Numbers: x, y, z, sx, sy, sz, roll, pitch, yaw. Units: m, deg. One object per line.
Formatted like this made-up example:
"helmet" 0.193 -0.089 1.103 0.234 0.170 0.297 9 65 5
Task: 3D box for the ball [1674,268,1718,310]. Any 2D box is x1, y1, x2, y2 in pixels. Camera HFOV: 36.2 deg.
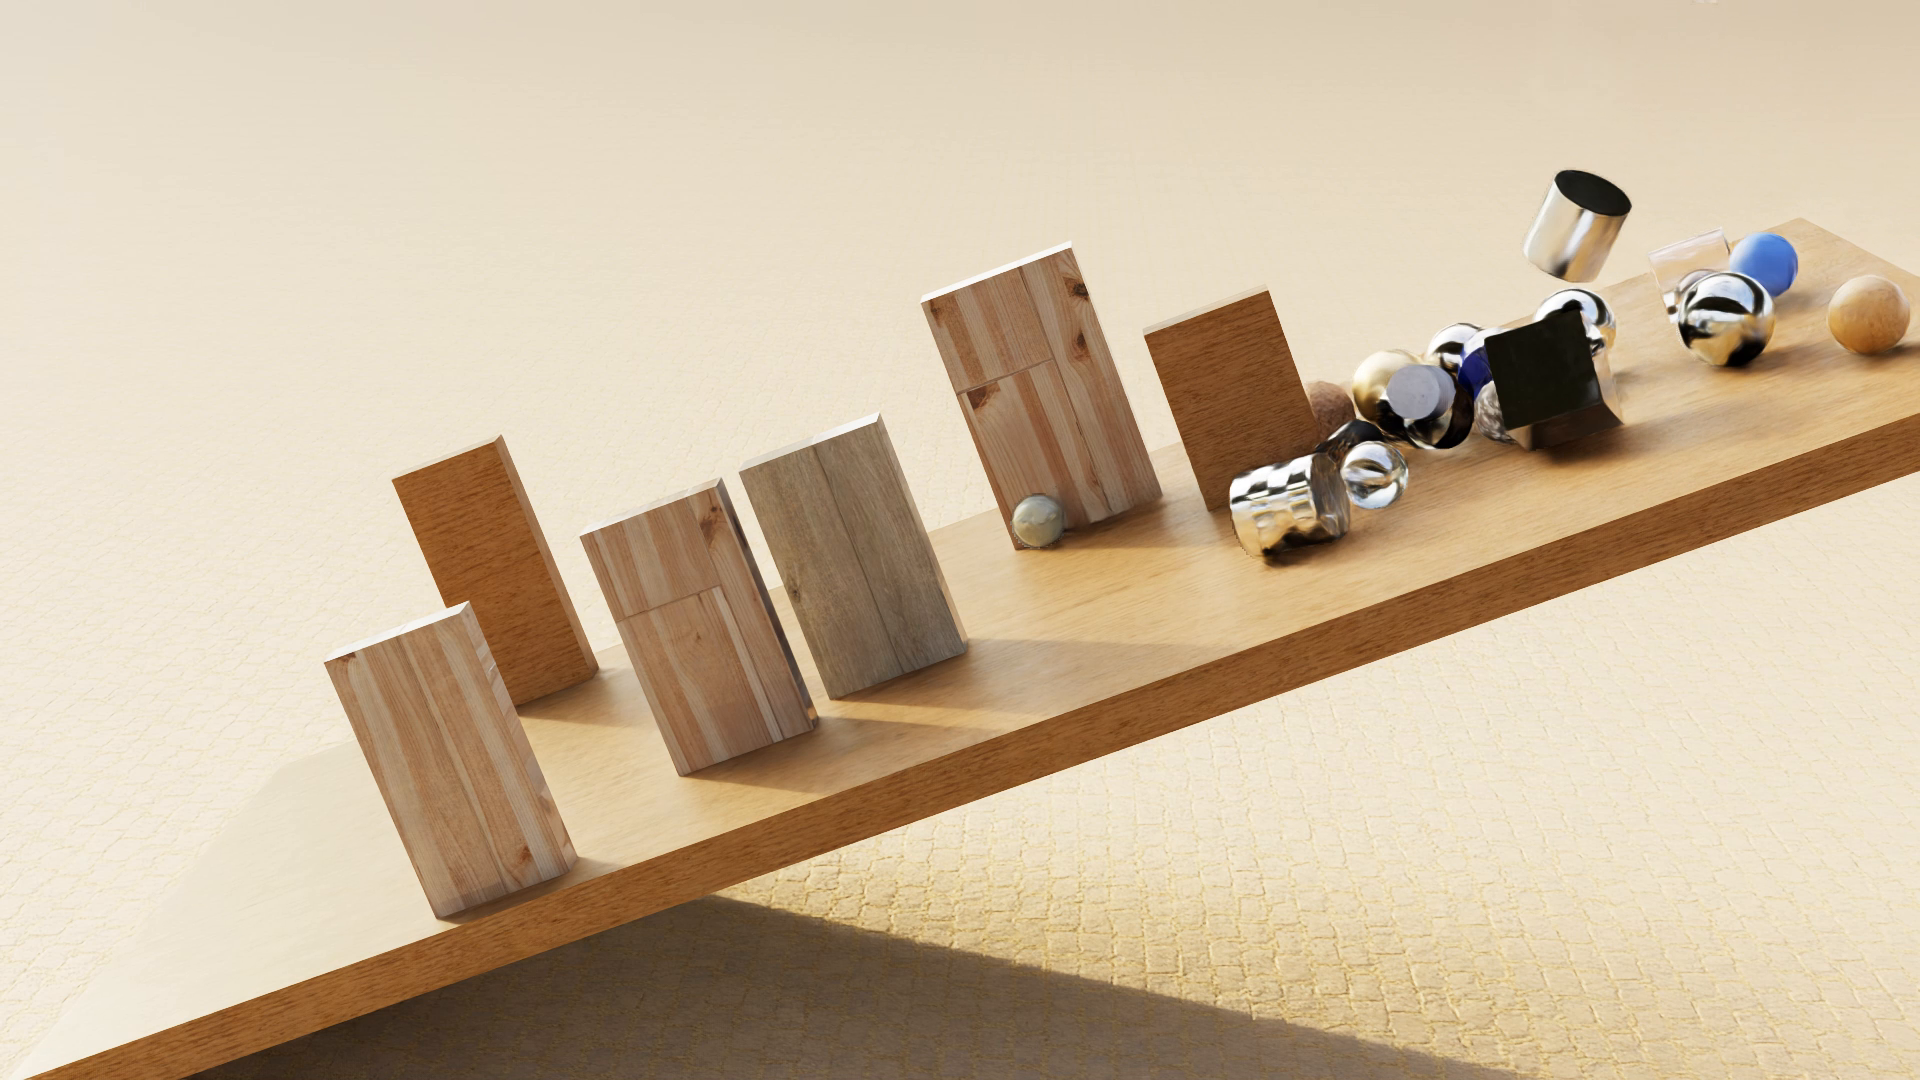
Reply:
"ball" 1.593 -0.519 6.297 0.125 0.125 0.125 0 13 0

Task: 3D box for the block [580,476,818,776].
"block" -0.518 0.173 5.863 0.292 0.527 0.093 -20 12 7

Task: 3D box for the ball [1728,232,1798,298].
"ball" 1.708 -0.583 6.252 0.143 0.143 0.143 0 13 0

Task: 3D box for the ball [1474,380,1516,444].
"ball" 1.108 -0.262 5.951 0.136 0.136 0.136 0 13 0

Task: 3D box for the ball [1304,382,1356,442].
"ball" 0.798 -0.274 6.512 0.154 0.154 0.154 0 13 0

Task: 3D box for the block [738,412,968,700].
"block" -0.215 0.033 6.010 0.299 0.510 0.107 -20 12 7

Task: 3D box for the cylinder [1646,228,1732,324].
"cylinder" 1.609 -0.578 6.433 0.165 0.165 0.165 -19 10 12

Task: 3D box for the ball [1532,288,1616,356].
"ball" 1.299 -0.446 6.223 0.176 0.176 0.176 0 13 0

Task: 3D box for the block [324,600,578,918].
"block" -0.952 0.414 5.514 0.274 0.534 0.090 -20 12 7

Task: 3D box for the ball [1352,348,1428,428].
"ball" 0.949 -0.331 6.440 0.179 0.179 0.179 0 13 0

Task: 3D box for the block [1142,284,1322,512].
"block" 0.600 -0.308 6.370 0.283 0.412 0.095 -20 12 7

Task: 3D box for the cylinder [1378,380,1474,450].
"cylinder" 0.977 -0.265 6.170 0.147 0.147 0.147 -5 5 -21

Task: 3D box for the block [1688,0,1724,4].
"block" 1.467 -1.121 5.678 0.143 0.143 0.143 0 3 37

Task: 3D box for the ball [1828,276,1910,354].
"ball" 1.723 -0.426 5.576 0.151 0.151 0.151 0 13 0

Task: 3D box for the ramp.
"ramp" 0.118 0.176 6.295 4.000 0.100 2.000 -20 12 7

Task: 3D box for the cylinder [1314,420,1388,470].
"cylinder" 0.813 -0.175 6.119 0.117 0.117 0.117 8 26 31

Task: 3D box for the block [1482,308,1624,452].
"block" 1.162 -0.310 5.753 0.194 0.194 0.194 -17 -17 20

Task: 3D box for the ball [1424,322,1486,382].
"ball" 1.108 -0.395 6.474 0.169 0.169 0.169 0 13 0

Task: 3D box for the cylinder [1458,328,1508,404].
"cylinder" 1.141 -0.355 6.248 0.163 0.163 0.163 2 16 9

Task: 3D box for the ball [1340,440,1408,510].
"ball" 0.822 -0.129 5.847 0.137 0.137 0.137 0 13 0

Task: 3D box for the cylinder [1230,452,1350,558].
"cylinder" 0.649 -0.069 5.786 0.174 0.174 0.174 -14 5 30

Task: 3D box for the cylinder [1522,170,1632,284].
"cylinder" 1.266 -0.644 6.038 0.167 0.167 0.167 13 37 -10

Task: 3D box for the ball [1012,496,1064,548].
"ball" 0.178 -0.042 6.643 0.117 0.117 0.117 0 13 0

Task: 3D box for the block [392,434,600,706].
"block" -1.119 0.084 7.104 0.267 0.621 0.098 -20 12 7

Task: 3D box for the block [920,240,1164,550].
"block" 0.189 -0.328 6.697 0.361 0.609 0.110 -20 12 7

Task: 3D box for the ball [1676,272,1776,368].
"ball" 1.532 -0.441 5.881 0.191 0.191 0.191 0 13 0

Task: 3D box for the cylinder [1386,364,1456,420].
"cylinder" 0.940 -0.301 5.995 0.111 0.111 0.111 6 5 26
